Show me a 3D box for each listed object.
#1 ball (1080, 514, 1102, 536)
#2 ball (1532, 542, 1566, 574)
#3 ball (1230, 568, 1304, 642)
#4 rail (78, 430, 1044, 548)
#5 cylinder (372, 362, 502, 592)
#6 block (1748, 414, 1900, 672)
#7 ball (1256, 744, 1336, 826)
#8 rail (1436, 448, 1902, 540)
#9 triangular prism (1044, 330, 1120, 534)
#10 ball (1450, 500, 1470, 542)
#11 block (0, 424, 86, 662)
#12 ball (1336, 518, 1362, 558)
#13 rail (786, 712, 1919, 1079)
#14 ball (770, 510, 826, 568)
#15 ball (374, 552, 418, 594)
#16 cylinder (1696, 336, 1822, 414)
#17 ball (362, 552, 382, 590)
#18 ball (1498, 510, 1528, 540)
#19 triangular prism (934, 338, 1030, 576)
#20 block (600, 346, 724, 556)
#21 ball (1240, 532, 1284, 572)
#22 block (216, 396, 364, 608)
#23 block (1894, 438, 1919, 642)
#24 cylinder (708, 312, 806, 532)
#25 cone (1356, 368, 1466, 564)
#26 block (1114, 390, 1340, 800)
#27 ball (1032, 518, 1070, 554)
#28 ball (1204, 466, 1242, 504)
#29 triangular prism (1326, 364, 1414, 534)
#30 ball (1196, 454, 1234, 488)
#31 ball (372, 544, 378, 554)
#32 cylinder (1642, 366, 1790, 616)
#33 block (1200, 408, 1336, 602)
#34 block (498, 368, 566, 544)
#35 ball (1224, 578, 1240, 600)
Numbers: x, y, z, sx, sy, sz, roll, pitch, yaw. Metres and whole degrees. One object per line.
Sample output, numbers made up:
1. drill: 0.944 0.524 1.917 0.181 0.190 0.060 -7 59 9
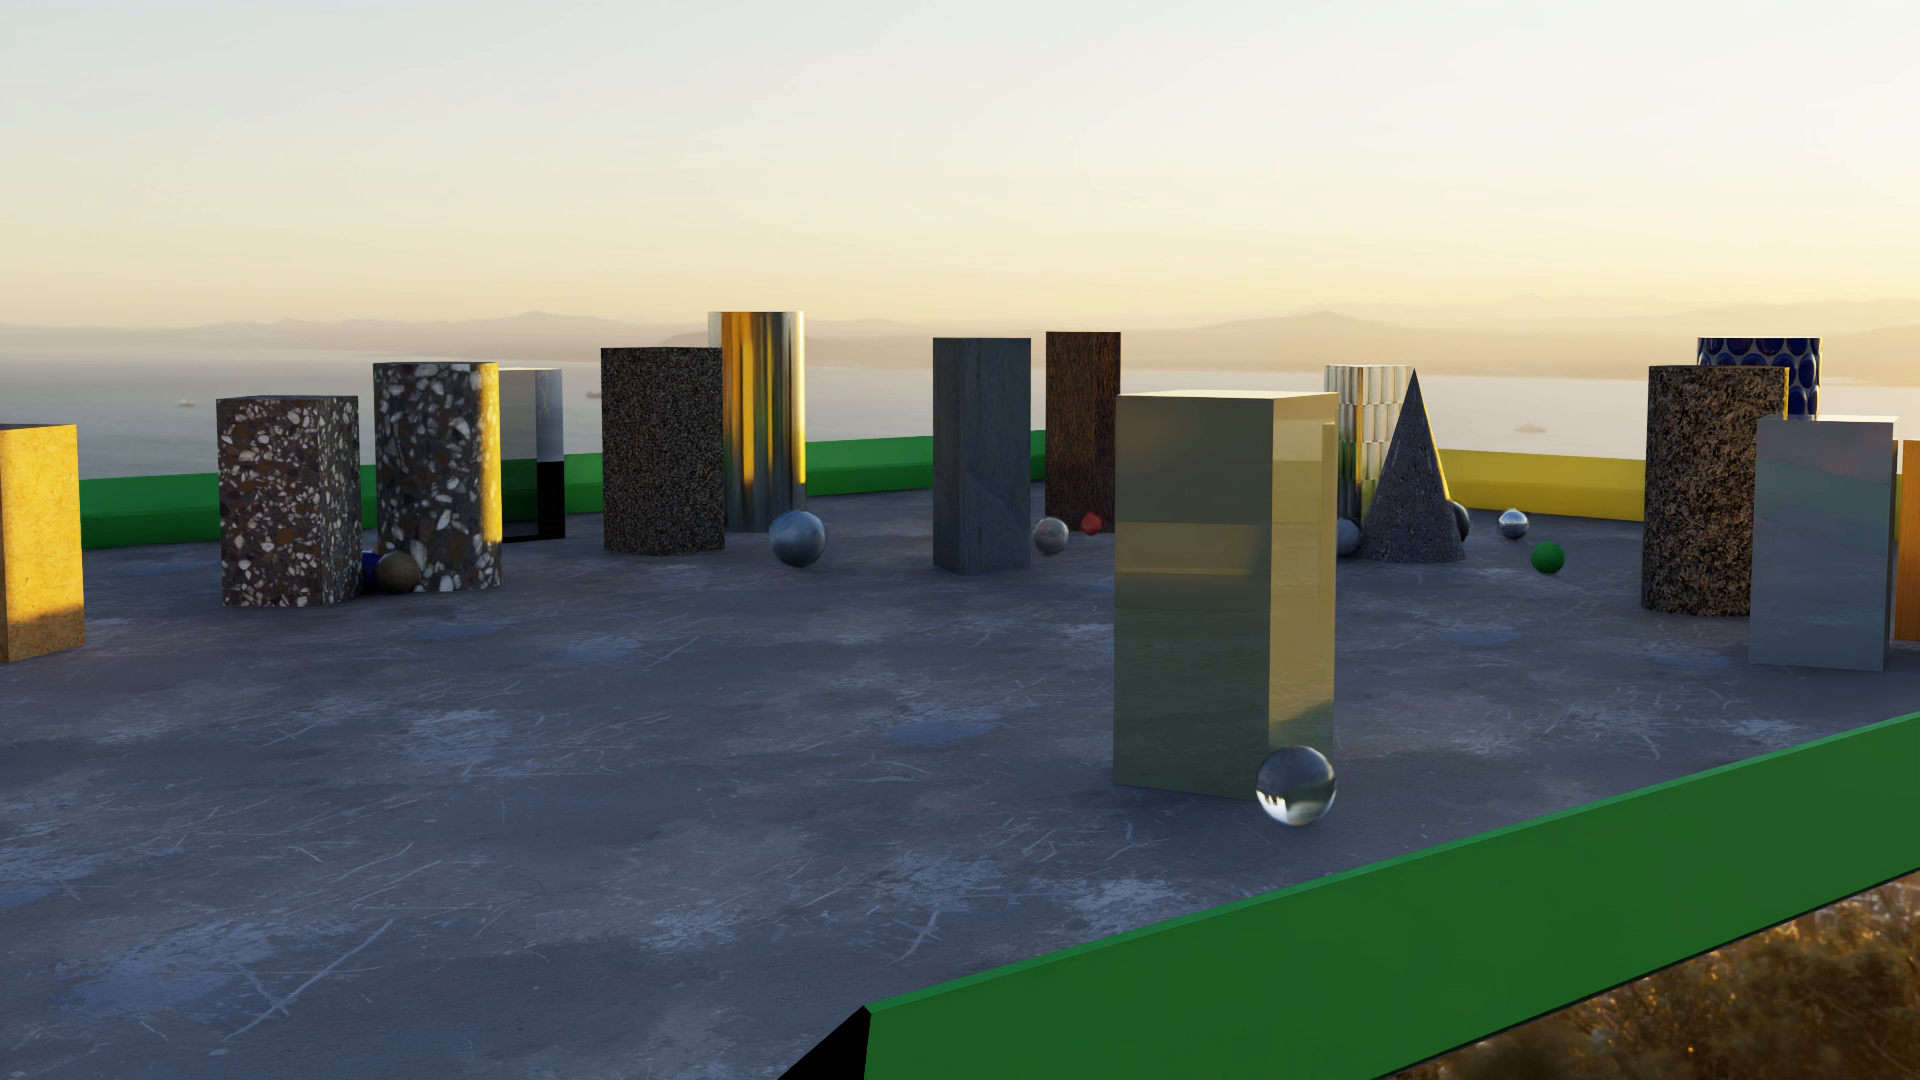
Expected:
1. ball: 0.260 -0.030 4.370 0.041 0.041 0.041 0 6 0
2. ball: 0.994 0.031 3.716 0.055 0.055 0.055 0 6 0
3. ball: 0.413 0.088 2.965 0.098 0.098 0.098 0 6 0
4. rail: -1.131 -0.094 4.551 3.929 0.128 0.045 -5 8 -42
5. cylinder: -0.847 -0.107 3.572 0.197 0.360 0.197 0 6 0
6. block: 1.104 -0.002 2.809 0.158 0.308 0.158 3 7 25
7. ball: 0.291 0.212 1.907 0.070 0.070 0.070 0 6 0
8. rail: 1.426 -0.103 4.641 0.045 0.128 3.382 -5 8 -42
9. triangular prism: 0.286 -0.224 4.491 0.171 0.402 0.148 4 7 35
10. ball: 0.904 -0.029 4.103 0.093 0.093 0.093 0 6 0
11. block: -1.266 -0.001 2.870 0.158 0.294 0.158 1 6 13
12. ball: 0.689 -0.004 3.973 0.071 0.071 0.071 0 6 0
13. rail: 1.131 0.161 2.113 3.929 0.128 0.045 -5 8 -42
14. ball: -0.281 -0.002 3.826 0.099 0.099 0.099 0 6 0
15. ball: -0.887 0.051 3.463 0.067 0.067 0.067 0 6 0
16. cylinder: 1.335 -0.140 3.692 0.197 0.400 0.197 0 6 0
17. ball: -0.944 0.049 3.499 0.064 0.064 0.064 0 6 0
18. ball: 1.079 -0.030 4.288 0.057 0.057 0.057 0 6 0
19. triangular prism: 0.009 -0.150 3.799 0.148 0.397 0.171 6 8 44
20. block: -0.551 -0.168 4.081 0.158 0.376 0.158 5 8 40
21. ball: 0.512 0.022 3.714 0.074 0.074 0.074 0 6 0
22. block: -1.028 -0.063 3.382 0.158 0.312 0.158 1 6 7
23. block: 1.379 -0.001 2.983 0.158 0.271 0.158 5 8 38
24. cylinder: -0.414 -0.245 4.495 0.197 0.442 0.197 0 6 0
25. cone: 0.817 -0.141 3.968 0.197 0.344 0.197 0 6 0
26. block: 0.253 0.045 2.087 0.158 0.366 0.158 4 7 31
27. ball: 0.166 -0.007 4.023 0.067 0.067 0.067 0 6 0
28. ball: 0.602 -0.125 5.055 0.087 0.087 0.087 0 6 0
29. triangular prism: 0.768 -0.170 4.279 0.171 0.338 0.148 -6 8 -43
30. ball: 0.628 -0.165 5.405 0.093 0.093 0.093 0 6 0
31. ball: -0.961 0.029 3.703 0.062 0.062 0.062 0 6 0
32. cylinder: 1.126 -0.078 3.283 0.197 0.361 0.197 0 6 0
33. block: 0.482 -0.056 3.430 0.158 0.288 0.158 4 7 31
34. block: -0.885 -0.168 4.296 0.158 0.331 0.158 -6 8 -44
35. ball: 0.423 0.077 3.345 0.041 0.041 0.041 0 6 0
